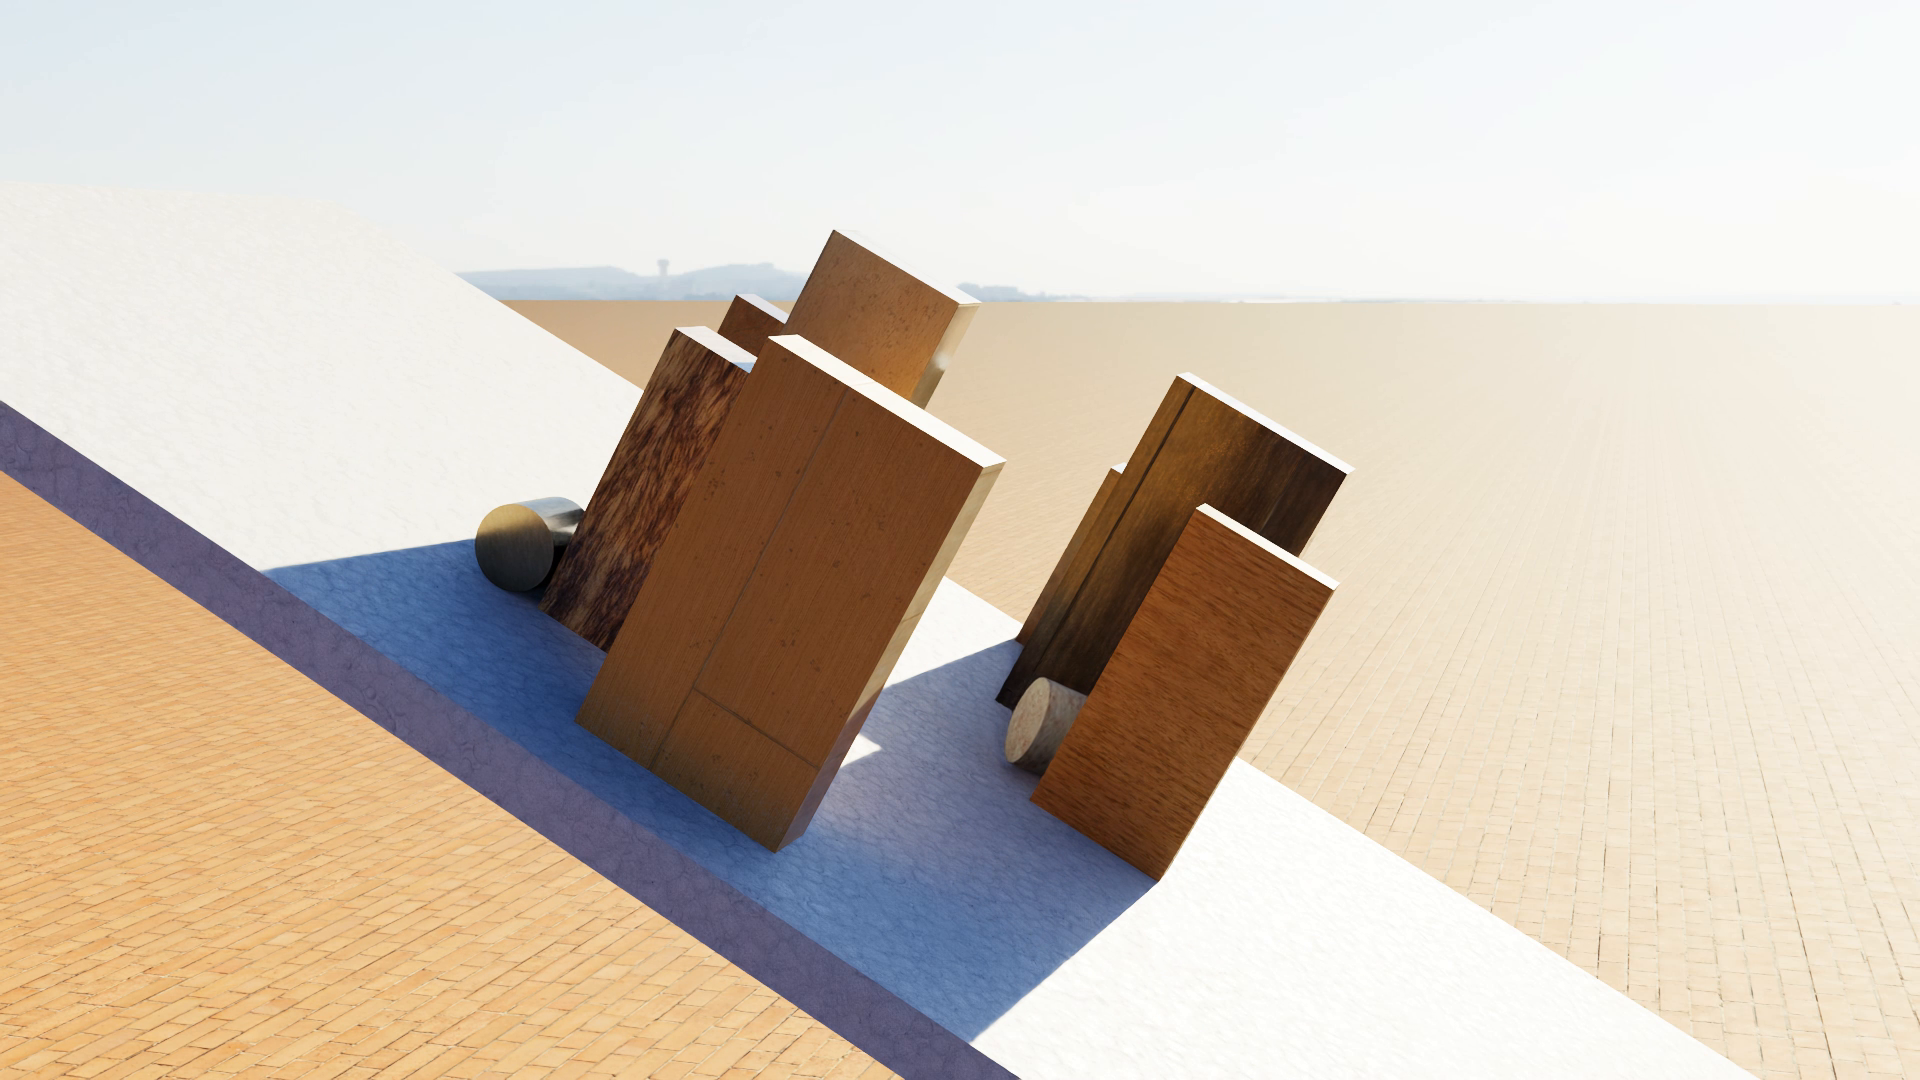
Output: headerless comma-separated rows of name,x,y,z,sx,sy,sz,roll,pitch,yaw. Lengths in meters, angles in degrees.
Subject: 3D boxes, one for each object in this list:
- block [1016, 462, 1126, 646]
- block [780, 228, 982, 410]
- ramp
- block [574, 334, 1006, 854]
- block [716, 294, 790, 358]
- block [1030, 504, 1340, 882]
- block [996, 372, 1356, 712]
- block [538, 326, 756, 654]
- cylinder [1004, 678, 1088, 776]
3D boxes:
block,0.357,0.093,4.903,0.266,0.451,0.129,31,15,11
block,-0.271,-0.114,3.734,0.249,0.797,0.121,31,15,11
ramp,-0.202,0.334,4.137,4.000,0.100,2.000,31,15,11
block,-0.262,0.081,3.319,0.377,0.676,0.119,31,15,11
block,-0.414,-0.190,4.322,0.290,0.505,0.092,31,15,11
block,0.402,0.278,3.984,0.280,0.629,0.084,31,15,11
block,0.424,0.093,4.401,0.382,0.761,0.120,31,15,11
block,-0.430,-0.035,3.679,0.342,0.542,0.122,31,15,11
cylinder,0.203,0.376,4.196,0.175,0.175,0.175,24,0,-16
